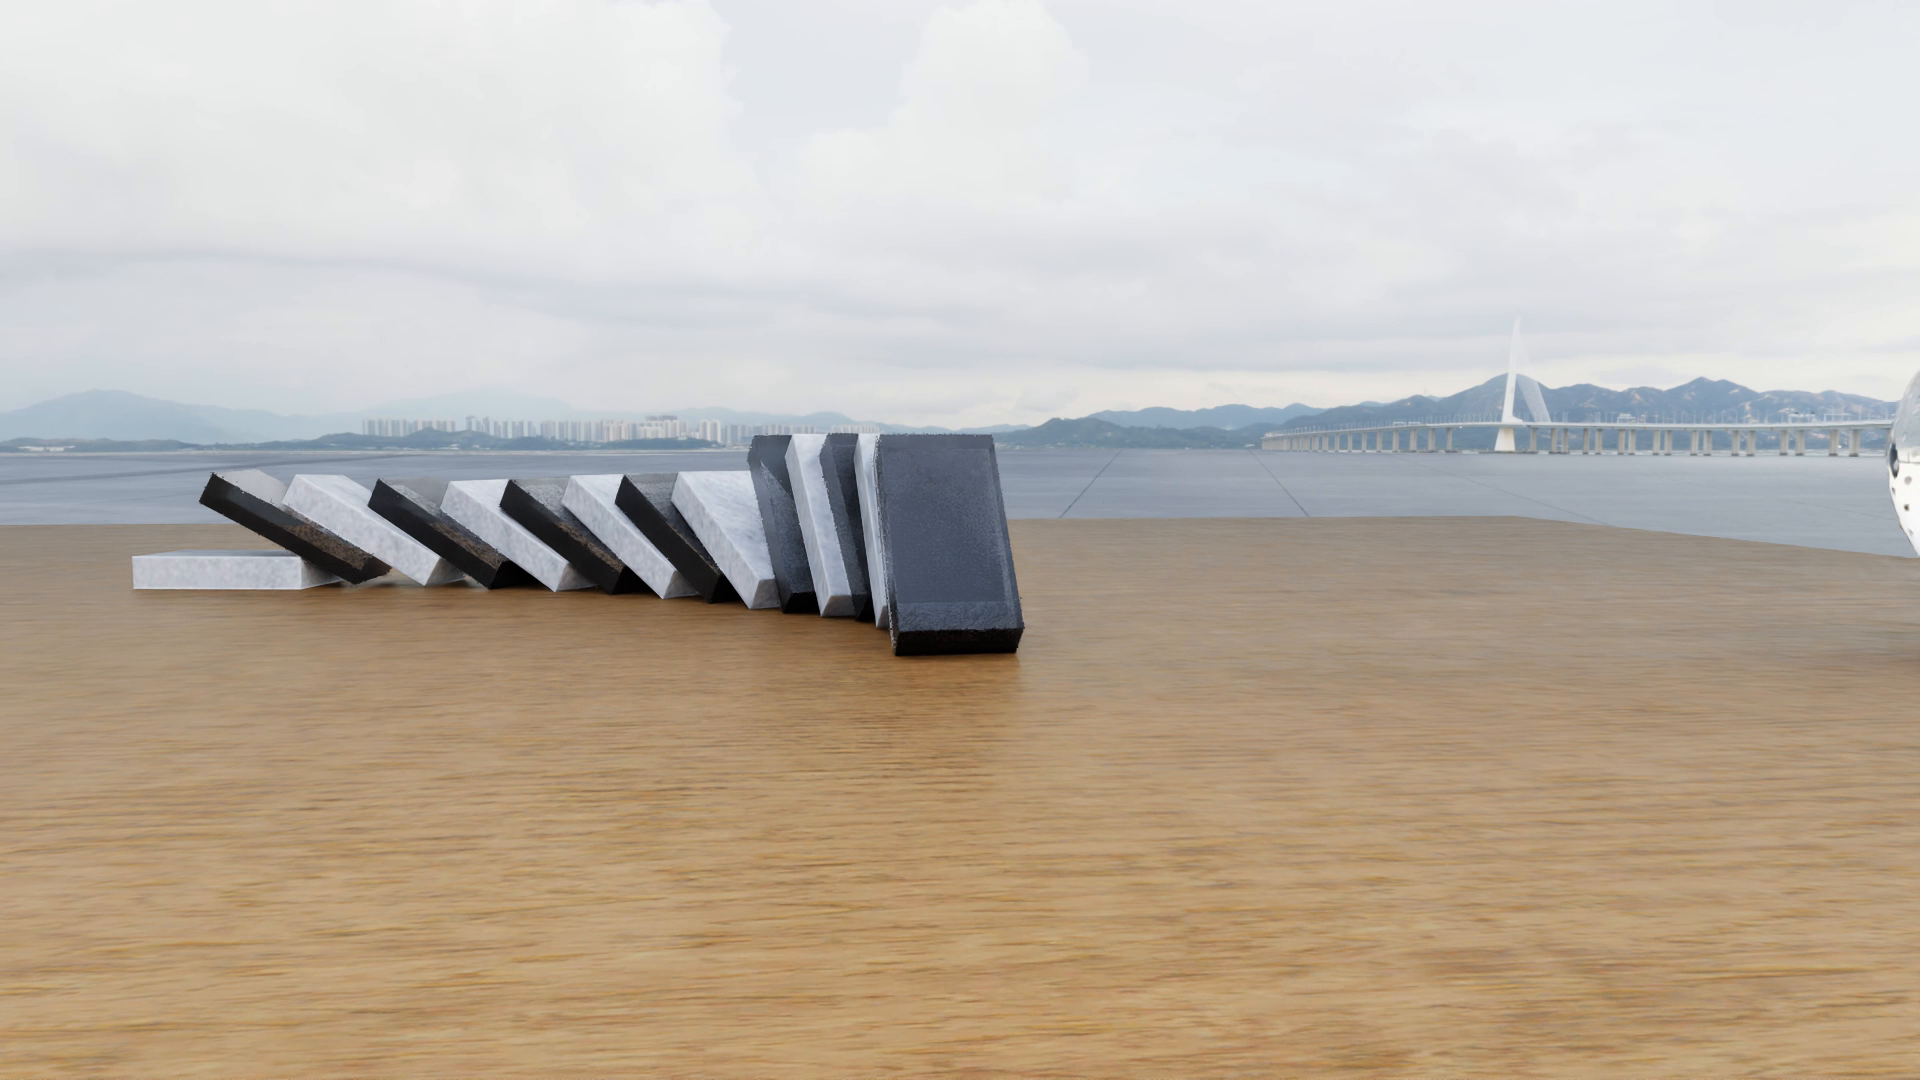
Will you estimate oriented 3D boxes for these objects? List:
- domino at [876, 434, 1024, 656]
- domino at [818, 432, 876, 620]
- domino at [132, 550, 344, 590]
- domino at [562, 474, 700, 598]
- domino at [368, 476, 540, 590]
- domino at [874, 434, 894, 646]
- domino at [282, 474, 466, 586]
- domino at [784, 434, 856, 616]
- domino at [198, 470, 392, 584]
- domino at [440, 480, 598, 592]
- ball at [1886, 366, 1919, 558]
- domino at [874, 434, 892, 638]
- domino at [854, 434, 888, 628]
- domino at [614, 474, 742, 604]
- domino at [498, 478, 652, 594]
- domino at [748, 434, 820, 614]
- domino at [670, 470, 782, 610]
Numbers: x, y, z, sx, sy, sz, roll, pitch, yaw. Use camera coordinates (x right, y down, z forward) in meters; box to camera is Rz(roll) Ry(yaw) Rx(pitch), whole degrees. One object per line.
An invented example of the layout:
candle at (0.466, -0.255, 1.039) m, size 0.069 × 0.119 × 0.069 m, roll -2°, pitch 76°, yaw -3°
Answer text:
domino at (-0.003, 0.000, 0.271) m, size 0.025 × 0.050 × 0.009 m, roll -1°, pitch -35°, yaw -10°
domino at (-0.018, -0.004, 0.320) m, size 0.025 × 0.050 × 0.009 m, roll -1°, pitch -35°, yaw -24°
domino at (-0.218, 0.009, 0.389) m, size 0.050 × 0.010 × 0.025 m, roll 0°, pitch 4°, yaw 2°
domino at (-0.090, -0.002, 0.372) m, size 0.050 × 0.009 × 0.025 m, roll 38°, pitch 24°, yaw 28°
domino at (-0.152, -0.003, 0.392) m, size 0.050 × 0.010 × 0.025 m, roll 31°, pitch 13°, yaw 15°
domino at (-0.004, -0.001, 0.283) m, size 0.025 × 0.050 × 0.009 m, roll -1°, pitch -35°, yaw -10°
domino at (-0.176, -0.004, 0.392) m, size 0.050 × 0.010 × 0.025 m, roll 30°, pitch 5°, yaw 3°
domino at (-0.027, -0.005, 0.329) m, size 0.025 × 0.050 × 0.010 m, roll -1°, pitch -35°, yaw -24°
domino at (-0.198, -0.004, 0.387) m, size 0.050 × 0.010 × 0.025 m, roll 29°, pitch 5°, yaw -4°
domino at (-0.129, -0.002, 0.388) m, size 0.050 × 0.009 × 0.025 m, roll 31°, pitch 16°, yaw 20°
ball at (0.238, -0.017, 0.261) m, size 0.080 × 0.080 × 0.080 m, roll 0°, pitch 4°, yaw 0°
domino at (-0.005, -0.002, 0.295) m, size 0.025 × 0.050 × 0.010 m, roll -1°, pitch -35°, yaw -10°
domino at (-0.010, -0.003, 0.308) m, size 0.025 × 0.050 × 0.010 m, roll 0°, pitch -35°, yaw -15°
domino at (-0.073, -0.002, 0.362) m, size 0.025 × 0.010 × 0.050 m, roll -5°, pitch 37°, yaw -49°
domino at (-0.110, -0.002, 0.381) m, size 0.050 × 0.010 × 0.025 m, roll 33°, pitch 18°, yaw 22°
domino at (-0.038, -0.005, 0.337) m, size 0.025 × 0.050 × 0.009 m, roll -2°, pitch -34°, yaw -25°
domino at (-0.056, -0.001, 0.351) m, size 0.025 × 0.010 × 0.050 m, roll -3°, pitch 38°, yaw -40°
